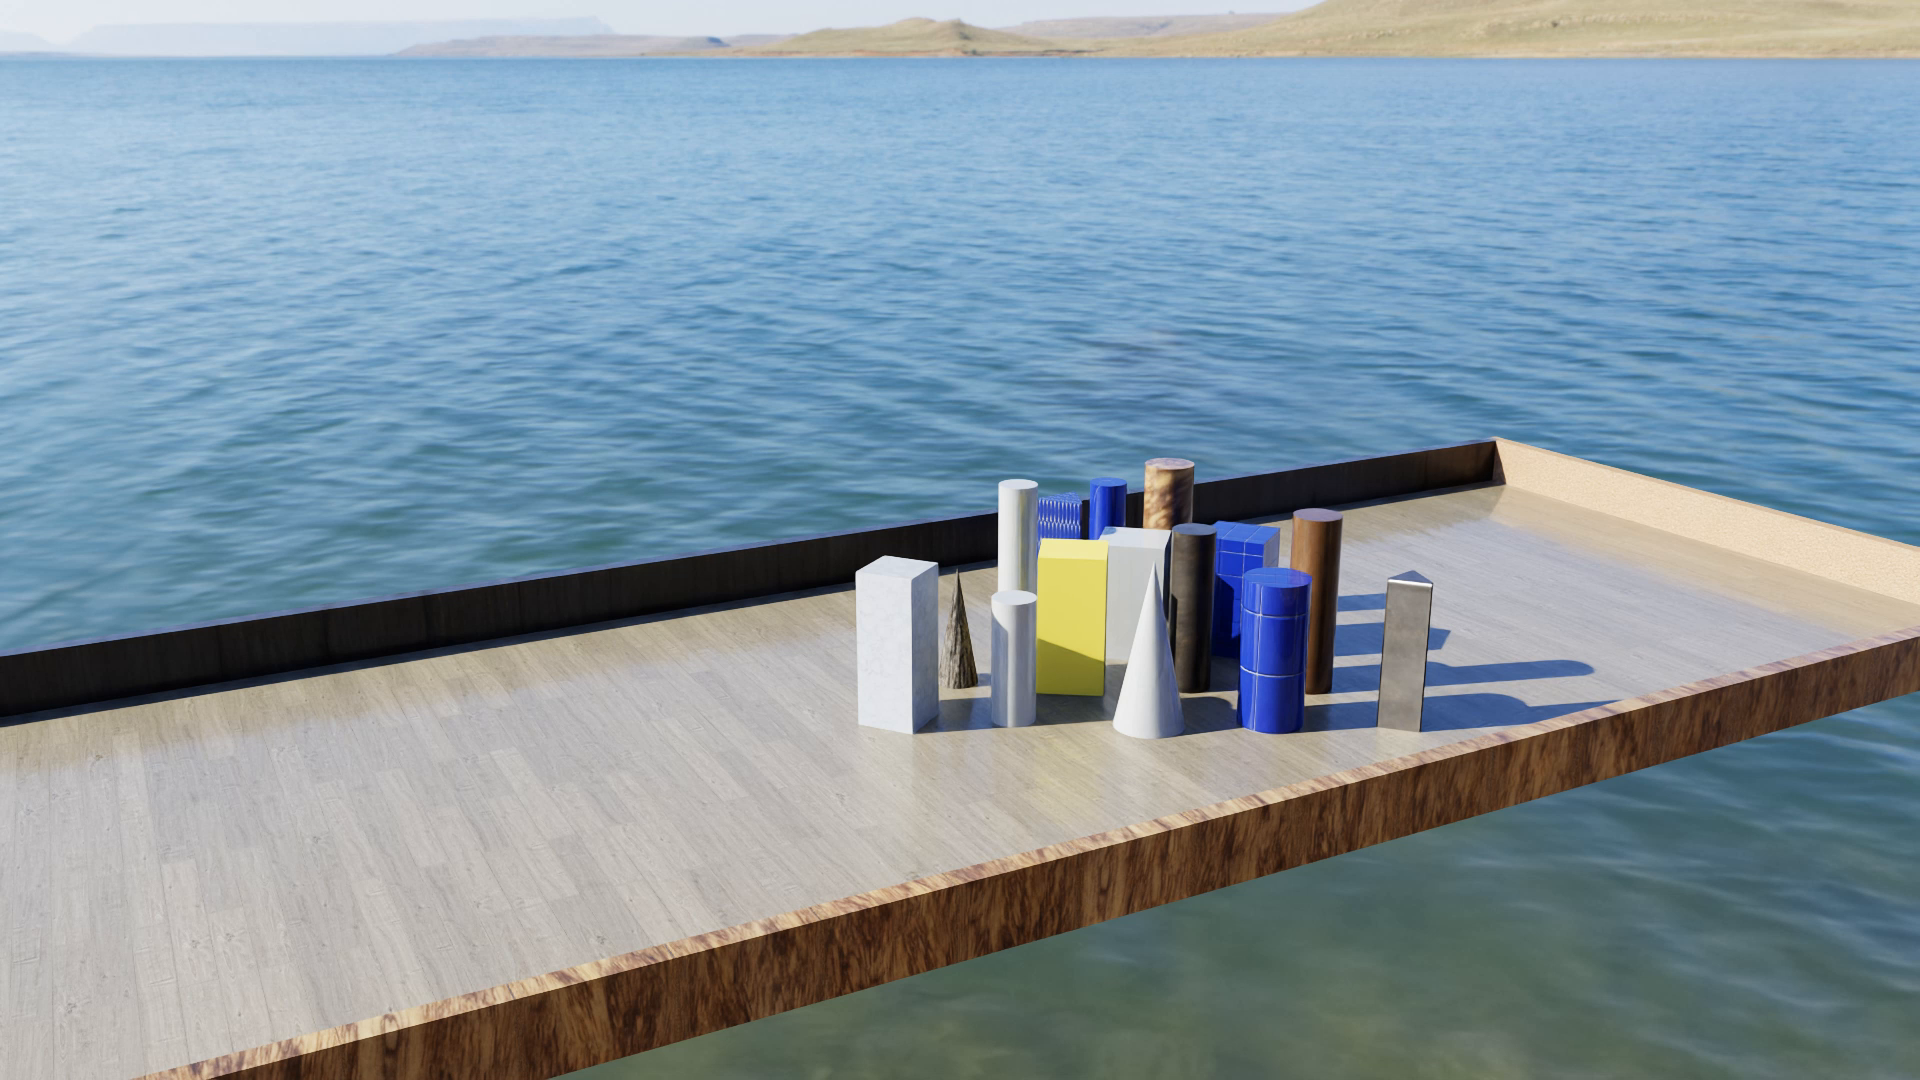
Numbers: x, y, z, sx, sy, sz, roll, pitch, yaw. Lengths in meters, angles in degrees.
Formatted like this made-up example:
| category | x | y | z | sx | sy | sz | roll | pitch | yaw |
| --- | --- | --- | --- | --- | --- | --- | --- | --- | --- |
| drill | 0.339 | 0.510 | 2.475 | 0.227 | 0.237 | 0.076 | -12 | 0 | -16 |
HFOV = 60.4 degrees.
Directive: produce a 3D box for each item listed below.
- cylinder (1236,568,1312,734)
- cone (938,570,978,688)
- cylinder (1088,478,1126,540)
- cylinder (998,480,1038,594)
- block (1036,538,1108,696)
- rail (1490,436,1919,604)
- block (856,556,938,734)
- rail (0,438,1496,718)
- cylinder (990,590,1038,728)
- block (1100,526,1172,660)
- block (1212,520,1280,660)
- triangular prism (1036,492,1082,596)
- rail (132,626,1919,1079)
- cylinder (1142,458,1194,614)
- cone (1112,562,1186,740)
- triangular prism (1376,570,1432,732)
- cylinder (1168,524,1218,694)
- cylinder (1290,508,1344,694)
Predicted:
| category | x | y | z | sx | sy | sz | roll | pitch | yaw |
| --- | --- | --- | --- | --- | --- | --- | --- | --- | --- |
| cylinder | 0.731 | 0.257 | 3.845 | 0.156 | 0.358 | 0.156 | 0 | 16 | 0 |
| cone | -0.006 | 0.210 | 4.102 | 0.103 | 0.303 | 0.103 | 0 | 16 | 0 |
| cylinder | 0.431 | -0.015 | 4.835 | 0.107 | 0.321 | 0.107 | 0 | 16 | 0 |
| cylinder | 0.151 | 0.067 | 4.340 | 0.103 | 0.443 | 0.103 | 0 | 16 | 0 |
| block | 0.279 | 0.190 | 4.089 | 0.165 | 0.350 | 0.165 | 2 | 16 | 6 |
| rail | 2.466 | -0.048 | 5.253 | 0.050 | 0.150 | 2.100 | -9 | 18 | -27 |
| block | -0.144 | 0.244 | 3.859 | 0.141 | 0.376 | 0.141 | 7 | 18 | 24 |
| rail | -3.305 | 0.497 | 3.399 | 12.000 | 0.150 | 0.050 | -9 | 18 | -27 |
| cylinder | 0.126 | 0.279 | 3.869 | 0.107 | 0.303 | 0.107 | 0 | 16 | 0 |
| block | 0.453 | 0.141 | 4.329 | 0.175 | 0.308 | 0.175 | 4 | 17 | 12 |
| block | 0.731 | 0.132 | 4.340 | 0.168 | 0.318 | 0.168 | 7 | 18 | 24 |
| triangular prism | 0.294 | 0.046 | 4.585 | 0.130 | 0.346 | 0.113 | 7 | 18 | 24 |
| rail | -2.336 | 1.006 | 1.665 | 12.000 | 0.150 | 0.050 | -9 | 18 | -27 |
| cylinder | 0.574 | 0.000 | 4.578 | 0.134 | 0.437 | 0.134 | 0 | 16 | 0 |
| cone | 0.444 | 0.239 | 3.819 | 0.169 | 0.407 | 0.169 | 0 | 16 | 0 |
| triangular prism | 1.037 | 0.256 | 3.837 | 0.099 | 0.364 | 0.086 | 6 | 17 | 18 |
| cylinder | 0.570 | 0.169 | 4.060 | 0.108 | 0.406 | 0.108 | 0 | 16 | 0 |
| cylinder | 0.867 | 0.152 | 4.052 | 0.119 | 0.443 | 0.119 | 0 | 16 | 0 |
